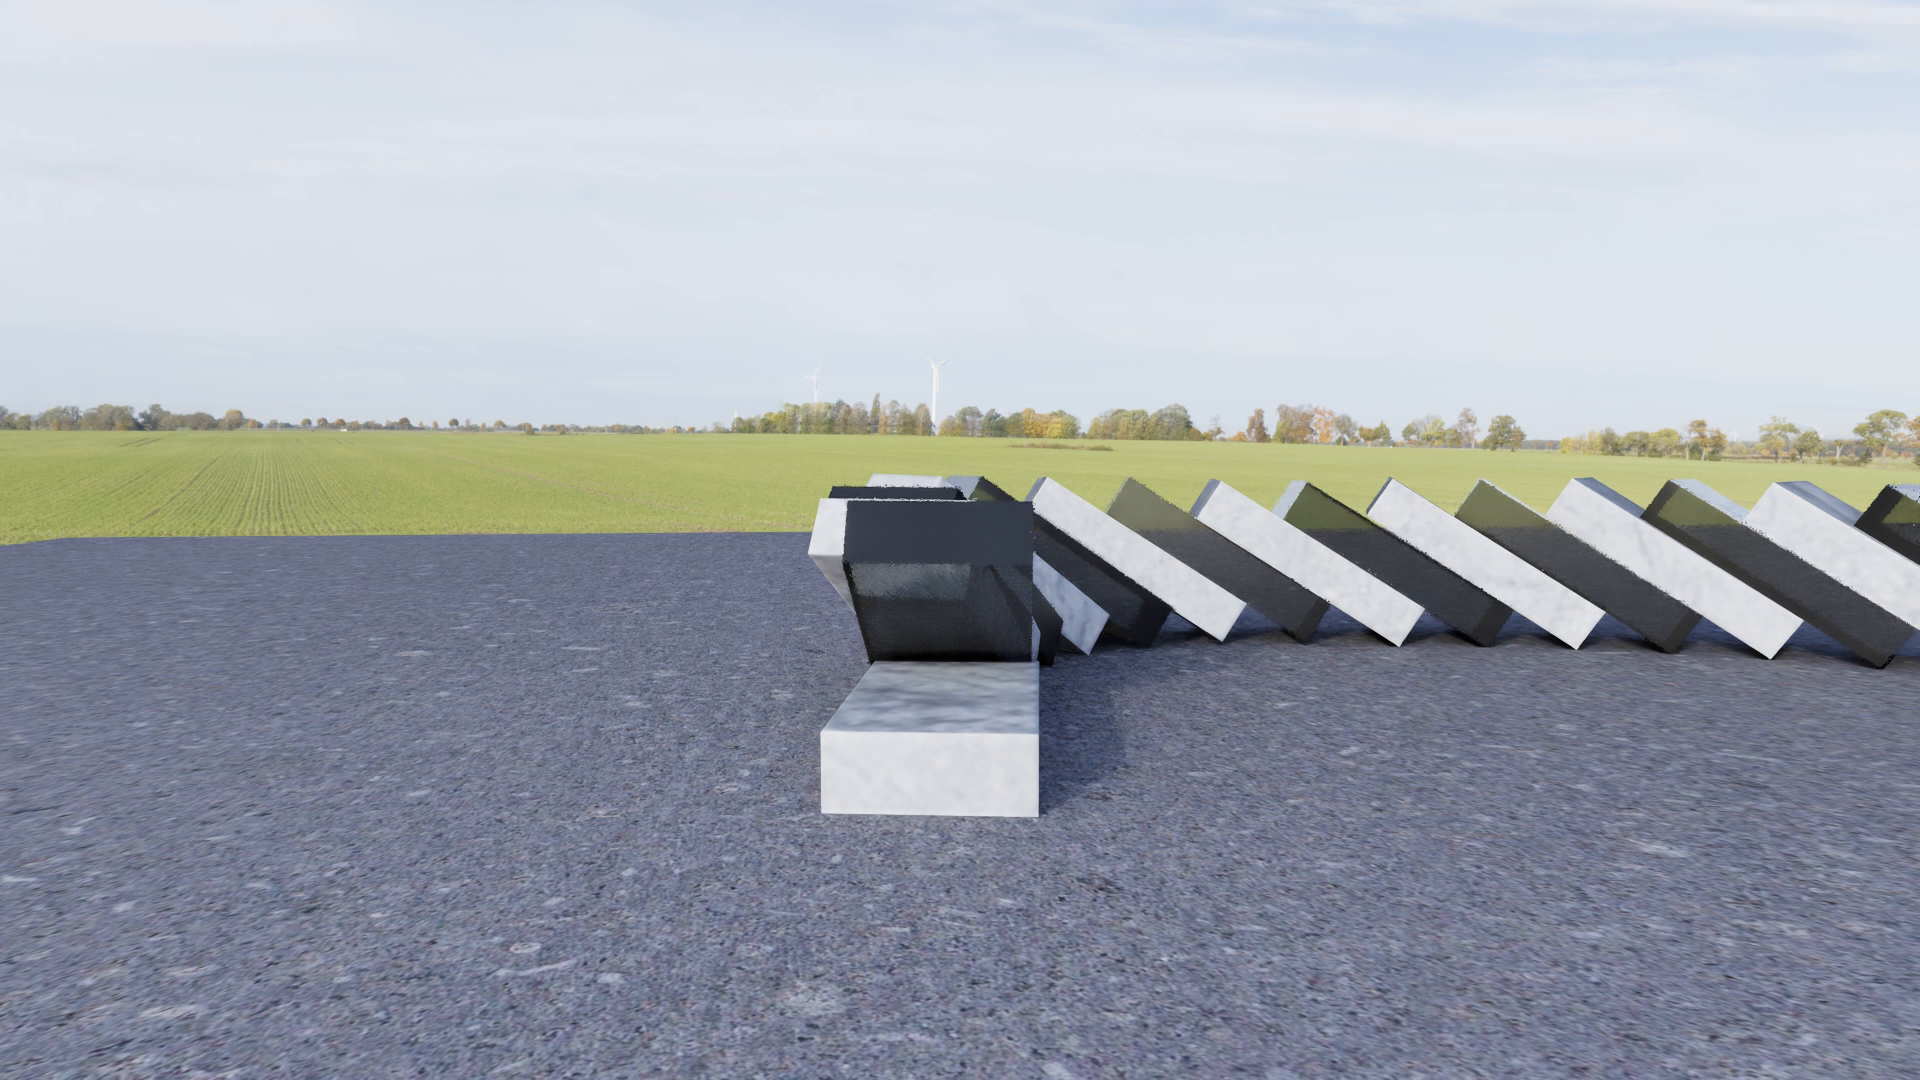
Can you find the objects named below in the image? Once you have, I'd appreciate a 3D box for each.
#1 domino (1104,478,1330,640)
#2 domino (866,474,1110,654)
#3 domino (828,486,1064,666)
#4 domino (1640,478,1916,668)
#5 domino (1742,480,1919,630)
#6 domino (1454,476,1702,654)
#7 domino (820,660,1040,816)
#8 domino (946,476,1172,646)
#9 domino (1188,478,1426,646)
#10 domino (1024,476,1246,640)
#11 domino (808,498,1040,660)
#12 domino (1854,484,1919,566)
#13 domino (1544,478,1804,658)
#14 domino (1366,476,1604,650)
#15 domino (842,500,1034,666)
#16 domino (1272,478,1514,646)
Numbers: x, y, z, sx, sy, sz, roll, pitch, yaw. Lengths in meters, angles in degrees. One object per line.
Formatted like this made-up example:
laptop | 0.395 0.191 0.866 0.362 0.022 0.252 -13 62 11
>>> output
domino | 0.056 0.004 0.284 0.050 0.009 0.025 33 5 3
domino | 0.004 0.005 0.258 0.050 0.009 0.025 38 -17 -30
domino | -0.002 0.007 0.234 0.025 0.009 0.050 2 -28 29
domino | 0.168 0.005 0.262 0.025 0.010 0.050 -4 38 -49
domino | 0.183 0.006 0.251 0.025 0.010 0.050 -3 38 -43
domino | 0.132 0.004 0.277 0.050 0.009 0.025 36 16 16
domino | -0.002 0.025 0.172 0.025 0.009 0.050 0 4 4
domino | 0.019 0.004 0.273 0.050 0.009 0.025 34 -6 -15
domino | 0.075 0.004 0.282 0.050 0.009 0.025 33 7 3
domino | 0.037 0.004 0.283 0.050 0.010 0.025 32 2 -2
domino | -0.004 0.010 0.214 0.025 0.009 0.050 1 -27 17
domino | 0.197 0.007 0.238 0.025 0.009 0.050 -3 37 -38
domino | 0.152 0.005 0.272 0.050 0.009 0.025 40 24 26
domino | 0.114 0.004 0.281 0.050 0.009 0.025 35 13 12
domino | -0.002 0.011 0.192 0.025 0.009 0.050 1 -28 3
domino | 0.094 0.004 0.282 0.050 0.009 0.025 32 8 4
